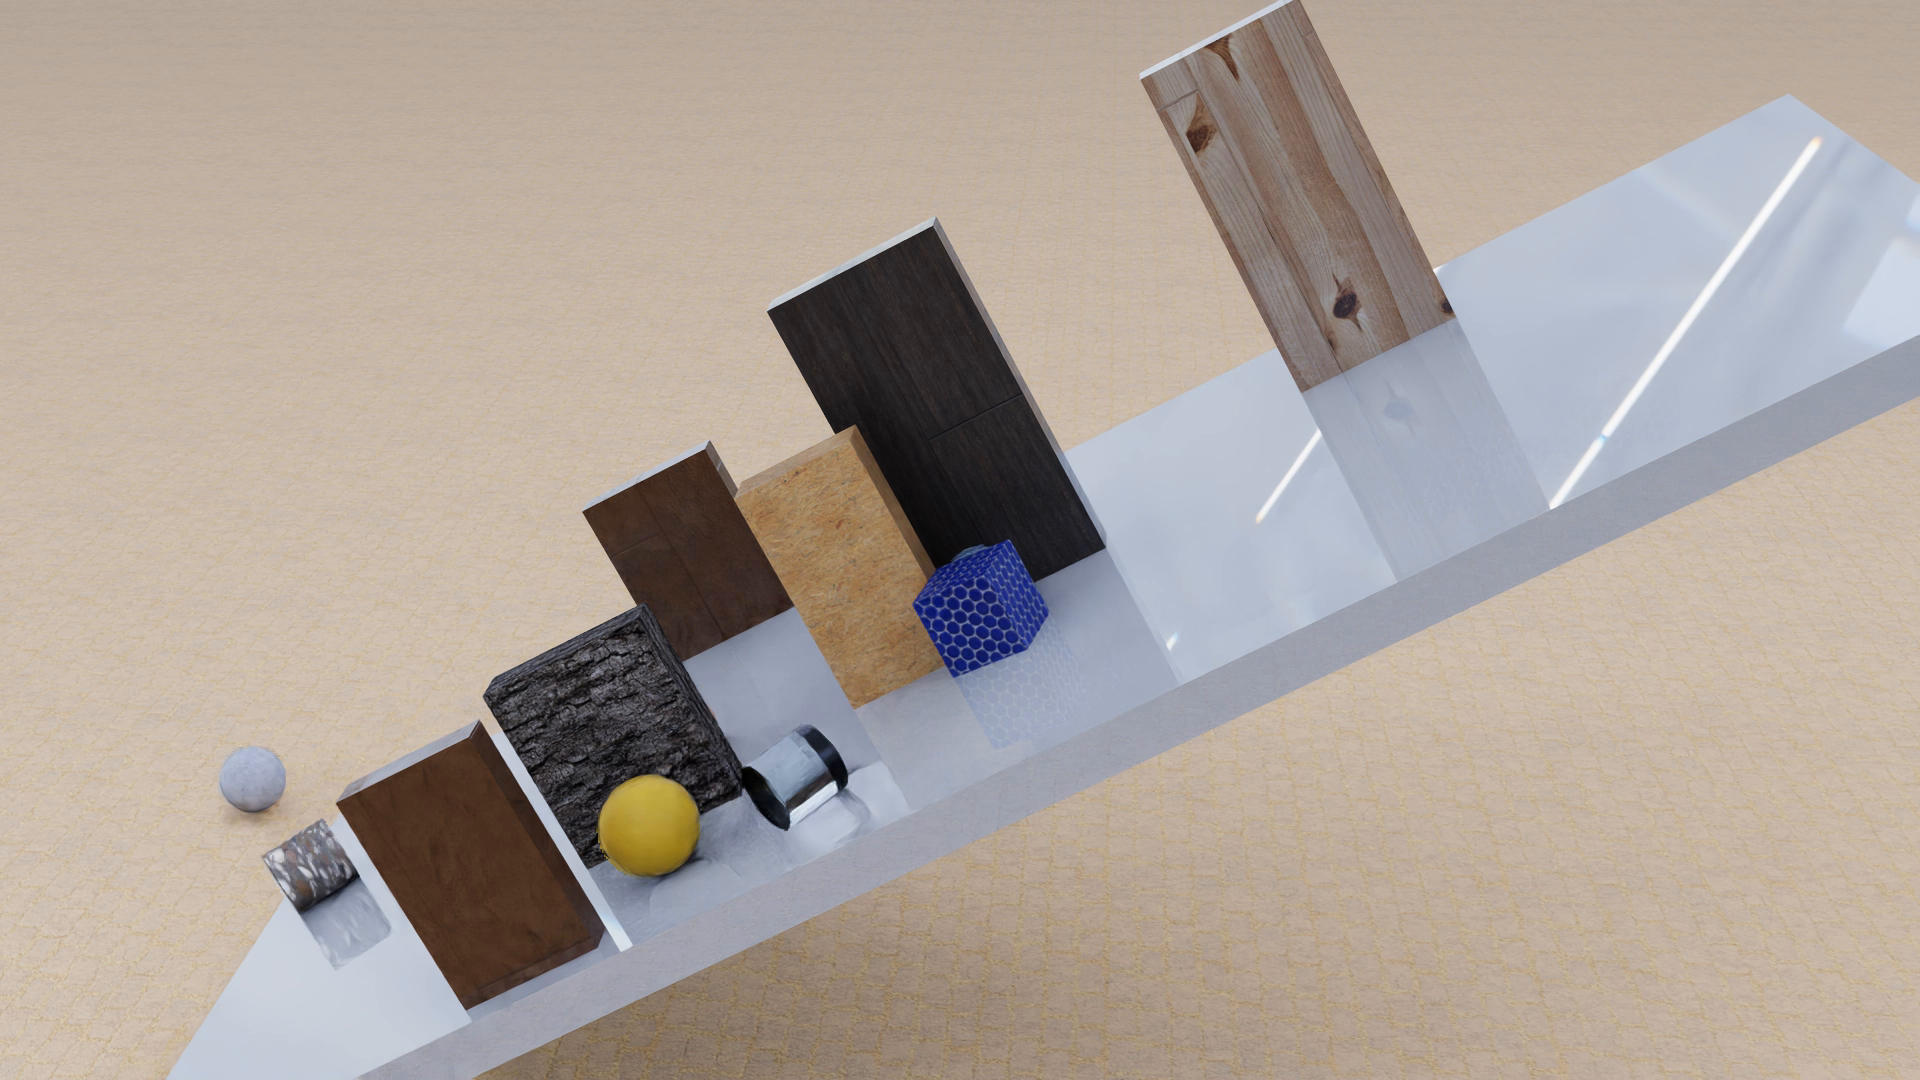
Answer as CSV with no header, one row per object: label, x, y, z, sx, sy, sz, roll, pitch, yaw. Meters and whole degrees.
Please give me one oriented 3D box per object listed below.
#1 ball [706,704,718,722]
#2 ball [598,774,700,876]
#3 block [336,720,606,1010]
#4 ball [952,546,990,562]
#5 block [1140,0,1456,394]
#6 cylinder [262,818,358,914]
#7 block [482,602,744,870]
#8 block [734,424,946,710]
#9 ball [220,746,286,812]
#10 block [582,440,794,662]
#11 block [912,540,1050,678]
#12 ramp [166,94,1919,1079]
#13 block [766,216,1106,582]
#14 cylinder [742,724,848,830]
ball,-0.594,0.407,6.370,0.138,0.138,0.138,0,17,0
ball,-0.605,0.557,5.733,0.199,0.199,0.199,0,17,0
block,-0.922,0.616,5.562,0.293,0.477,0.094,-26,14,11
ball,0.045,0.089,6.213,0.155,0.155,0.155,0,17,0
block,0.751,-0.765,6.529,0.383,0.795,0.097,-26,14,11
cylinder,-1.517,0.762,6.870,0.162,0.162,0.162,-33,28,-16
block,-0.701,0.401,6.005,0.363,0.424,0.114,-26,14,11
block,-0.218,0.057,6.095,0.270,0.513,0.131,-26,14,11
ball,-1.873,0.635,7.797,0.173,0.173,0.173,0,17,0
block,-0.656,0.033,7.176,0.344,0.447,0.088,-26,14,11
block,0.044,0.139,5.990,0.178,0.178,0.178,-22,15,25
ramp,0.141,0.167,6.281,4.000,0.100,2.000,-26,14,11
block,-0.044,-0.247,6.266,0.396,0.785,0.107,-26,14,11
cylinder,-0.317,0.454,5.643,0.147,0.147,0.147,-36,33,-26
